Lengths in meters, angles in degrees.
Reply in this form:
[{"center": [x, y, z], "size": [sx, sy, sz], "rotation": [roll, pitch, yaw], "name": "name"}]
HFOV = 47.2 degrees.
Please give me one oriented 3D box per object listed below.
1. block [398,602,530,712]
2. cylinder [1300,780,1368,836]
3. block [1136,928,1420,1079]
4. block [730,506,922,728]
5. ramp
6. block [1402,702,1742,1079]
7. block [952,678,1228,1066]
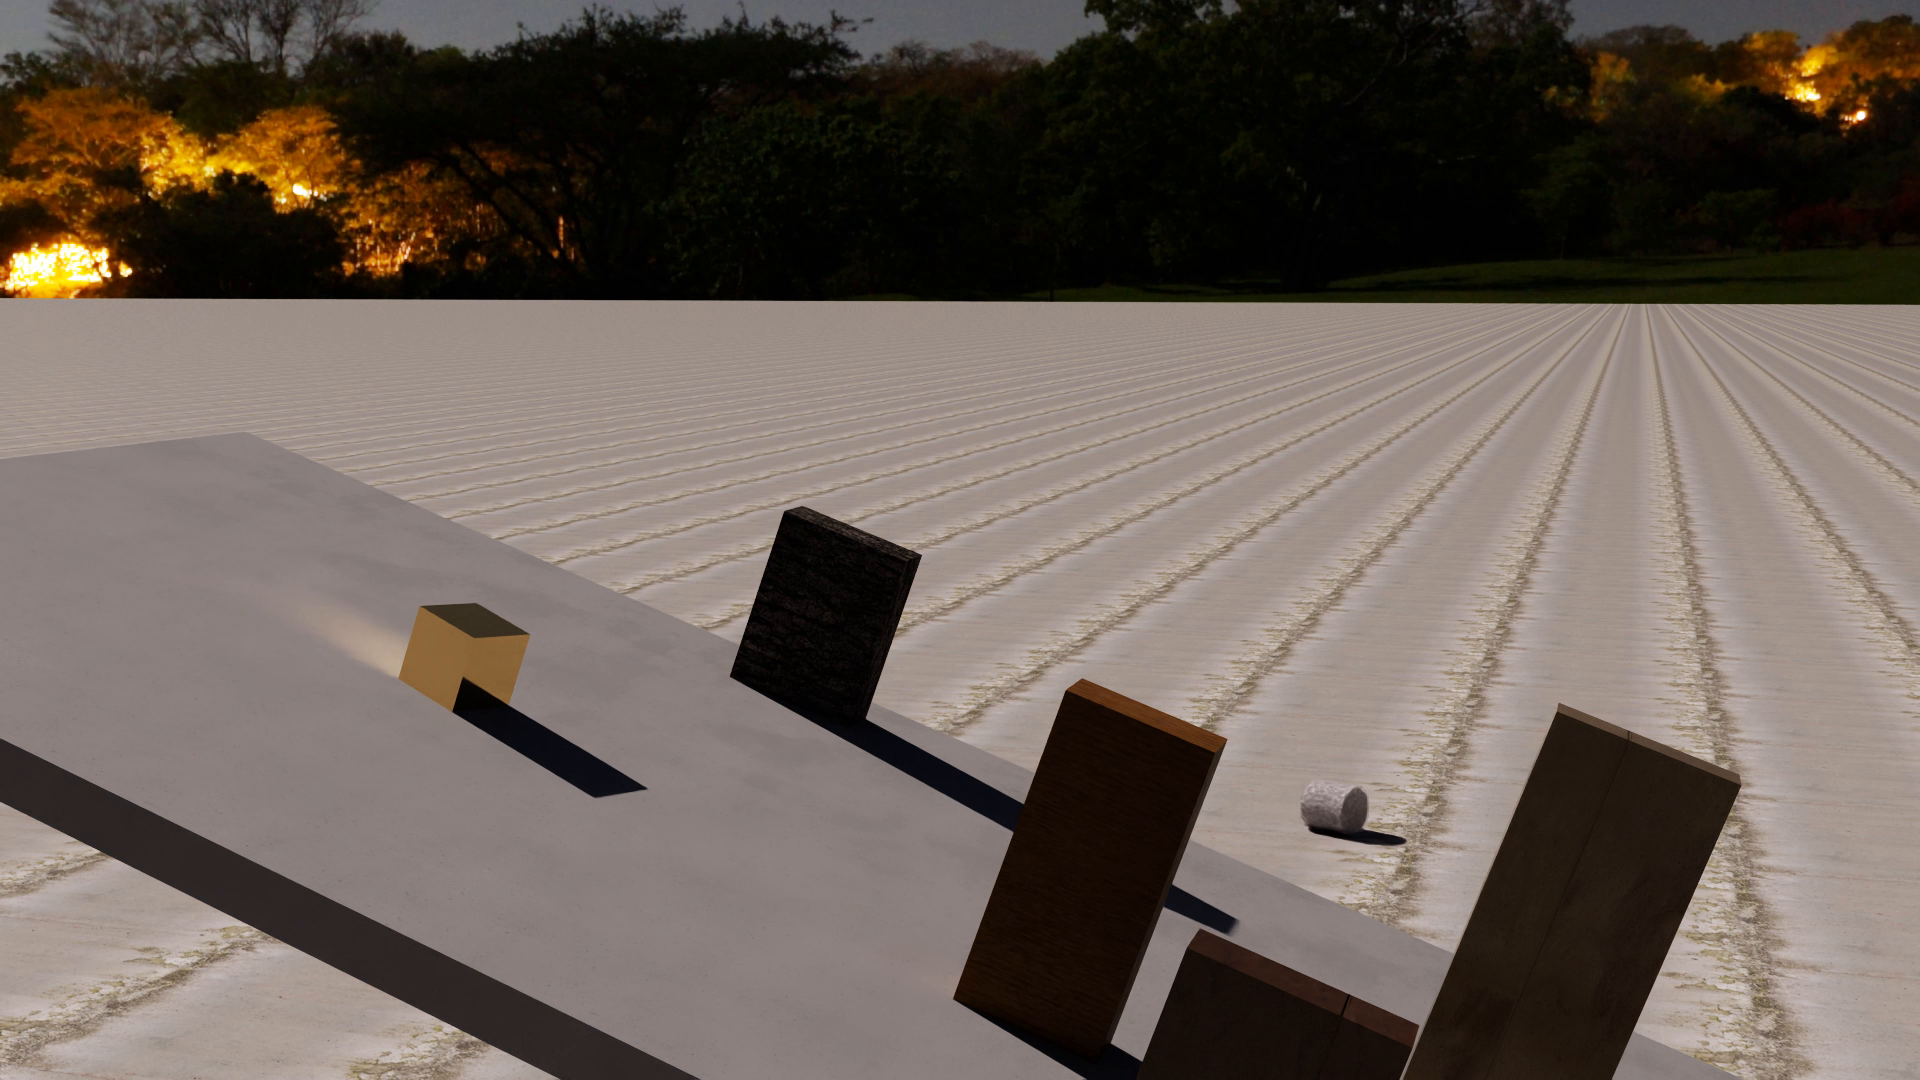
[{"center": [-0.976, 0.229, 4.331], "size": [0.156, 0.156, 0.156], "rotation": [26, 14, 29], "name": "block"}, {"center": [1.244, 0.891, 7.316], "size": [0.160, 0.160, 0.160], "rotation": [6, 9, 43], "name": "cylinder"}, {"center": [0.431, 0.835, 3.227], "size": [0.344, 0.409, 0.100], "rotation": [22, 13, 14], "name": "block"}, {"center": [-0.306, 0.173, 5.000], "size": [0.306, 0.409, 0.115], "rotation": [22, 13, 14], "name": "block"}, {"center": [-0.336, 0.618, 4.213], "size": [4.000, 0.100, 2.000], "rotation": [22, 13, 14], "name": "ramp"}, {"center": [1.076, 0.709, 3.915], "size": [0.328, 0.768, 0.084], "rotation": [22, 13, 14], "name": "block"}, {"center": [0.217, 0.557, 3.710], "size": [0.266, 0.580, 0.112], "rotation": [22, 13, 14], "name": "block"}]
